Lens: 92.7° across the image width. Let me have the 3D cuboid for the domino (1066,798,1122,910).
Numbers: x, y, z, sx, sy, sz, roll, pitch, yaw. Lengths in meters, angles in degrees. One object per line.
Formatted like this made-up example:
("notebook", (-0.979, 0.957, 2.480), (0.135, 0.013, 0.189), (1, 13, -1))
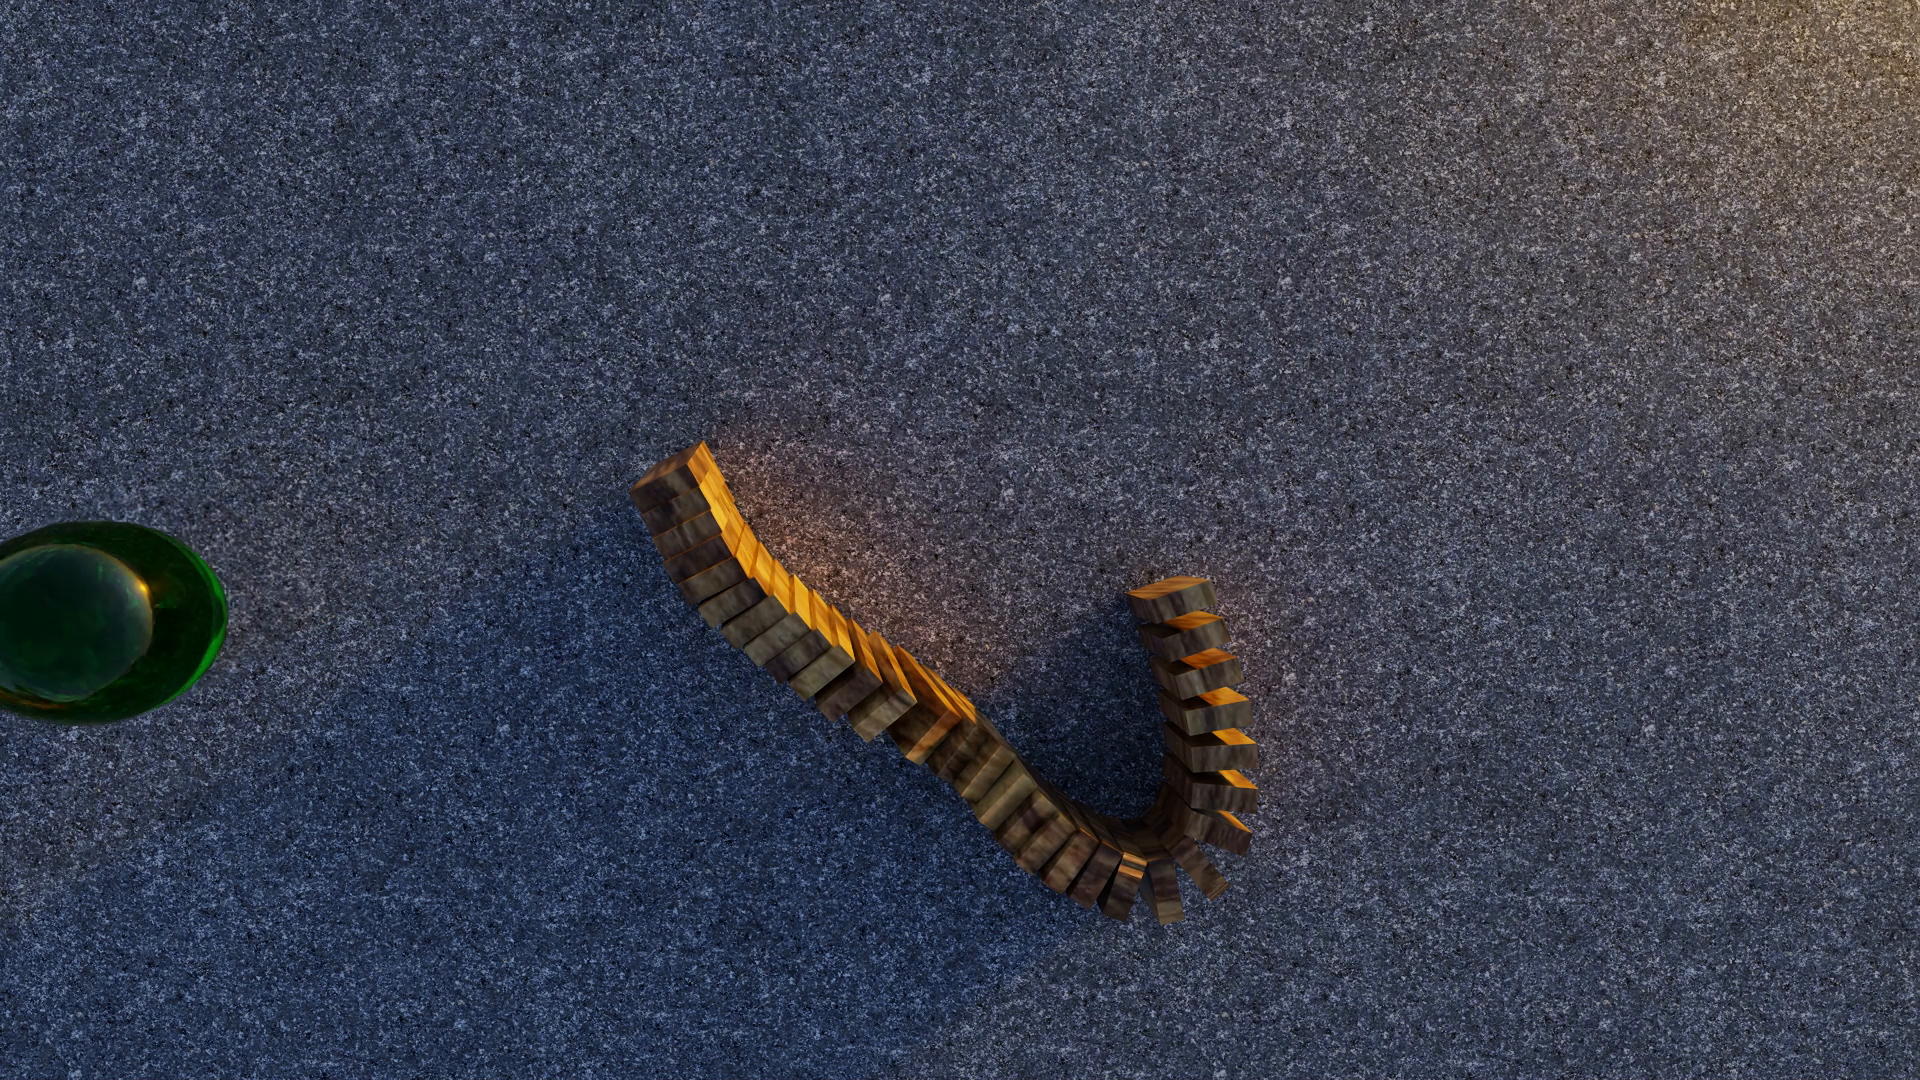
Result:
("domino", (0.050, 0.127, 0.375), (0.010, 0.050, 0.025), (31, 90, -6))

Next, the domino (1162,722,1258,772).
("domino", (0.101, 0.083, 0.375), (0.025, 0.050, 0.010), (-4, 90, 0))

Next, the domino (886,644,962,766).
("domino", (-0.021, 0.067, 0.377), (0.025, 0.050, 0.010), (-48, 128, 0))

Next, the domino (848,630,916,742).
("domino", (-0.036, 0.059, 0.376), (0.025, 0.050, 0.010), (-39, 118, 0))

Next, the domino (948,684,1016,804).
("domino", (0.001, 0.083, 0.376), (0.009, 0.050, 0.025), (39, 90, -32))

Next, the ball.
("ball", (-0.339, 0.032, 0.360), (0.080, 0.080, 0.080), (0, 90, 0))

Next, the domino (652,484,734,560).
("domino", (-0.108, -0.009, 0.375), (0.025, 0.050, 0.009), (-26, 108, 0))

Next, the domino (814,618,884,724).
("domino", (-0.048, 0.052, 0.375), (0.025, 0.050, 0.009), (-39, 113, 0))

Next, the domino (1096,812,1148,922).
("domino", (0.062, 0.132, 0.375), (0.009, 0.050, 0.025), (20, 90, -3))

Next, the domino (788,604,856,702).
("domino", (-0.058, 0.045, 0.375), (0.025, 0.050, 0.010), (-38, 109, 0))

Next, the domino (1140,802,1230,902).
("domino", (0.091, 0.126, 0.375), (0.010, 0.050, 0.025), (-40, 90, -2))

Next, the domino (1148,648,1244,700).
("domino", (0.095, 0.053, 0.375), (0.025, 0.050, 0.010), (-17, 90, 0))

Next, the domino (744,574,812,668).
("domino", (-0.075, 0.032, 0.375), (0.025, 0.050, 0.010), (-36, 108, 0))

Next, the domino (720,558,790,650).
("domino", (-0.083, 0.025, 0.375), (0.025, 0.050, 0.010), (-35, 108, 0))

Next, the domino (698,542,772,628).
("domino", (-0.091, 0.017, 0.375), (0.025, 0.050, 0.009), (-30, 108, 0))

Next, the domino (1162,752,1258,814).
("domino", (0.101, 0.099, 0.375), (0.025, 0.050, 0.010), (5, 90, 0))

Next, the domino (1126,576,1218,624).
("domino", (0.085, 0.024, 0.375), (0.025, 0.050, 0.009), (-18, 90, 0))

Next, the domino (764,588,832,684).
("domino", (-0.066, 0.038, 0.375), (0.025, 0.050, 0.010), (-36, 108, 0))

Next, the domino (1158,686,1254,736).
("domino", (0.099, 0.068, 0.375), (0.025, 0.050, 0.010), (-10, 90, 0))

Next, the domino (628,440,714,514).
("domino", (-0.117, -0.027, 0.375), (0.025, 0.050, 0.010), (-26, 108, 0))

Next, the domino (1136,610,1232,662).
("domino", (0.091, 0.038, 0.375), (0.025, 0.050, 0.010), (-19, 90, 0))

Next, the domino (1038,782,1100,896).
("domino", (0.039, 0.120, 0.375), (0.009, 0.050, 0.025), (36, 90, -11))

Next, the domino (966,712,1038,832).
("domino", (0.010, 0.093, 0.376), (0.025, 0.050, 0.009), (-46, 118, 0))

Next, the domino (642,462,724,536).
("domino", (-0.112, -0.018, 0.375), (0.025, 0.050, 0.009), (-26, 108, 0))

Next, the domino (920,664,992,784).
("domino", (-0.010, 0.075, 0.377), (0.010, 0.050, 0.025), (39, 90, -36))

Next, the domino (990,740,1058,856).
("domino", (0.019, 0.103, 0.375), (0.025, 0.050, 0.010), (-46, 112, 0))

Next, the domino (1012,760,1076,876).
("domino", (0.028, 0.112, 0.375), (0.025, 0.050, 0.010), (-46, 106, 0))

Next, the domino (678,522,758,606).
("domino", (-0.098, 0.009, 0.375), (0.025, 0.050, 0.010), (-26, 108, 0))

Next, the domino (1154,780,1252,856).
("domino", (0.098, 0.113, 0.375), (0.025, 0.050, 0.009), (20, 88, 0))

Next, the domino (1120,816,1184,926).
("domino", (0.078, 0.134, 0.375), (0.009, 0.050, 0.025), (-11, 90, -3))

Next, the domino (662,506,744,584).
("domino", (-0.104, 0.001, 0.375), (0.025, 0.050, 0.009), (-26, 108, 0))
